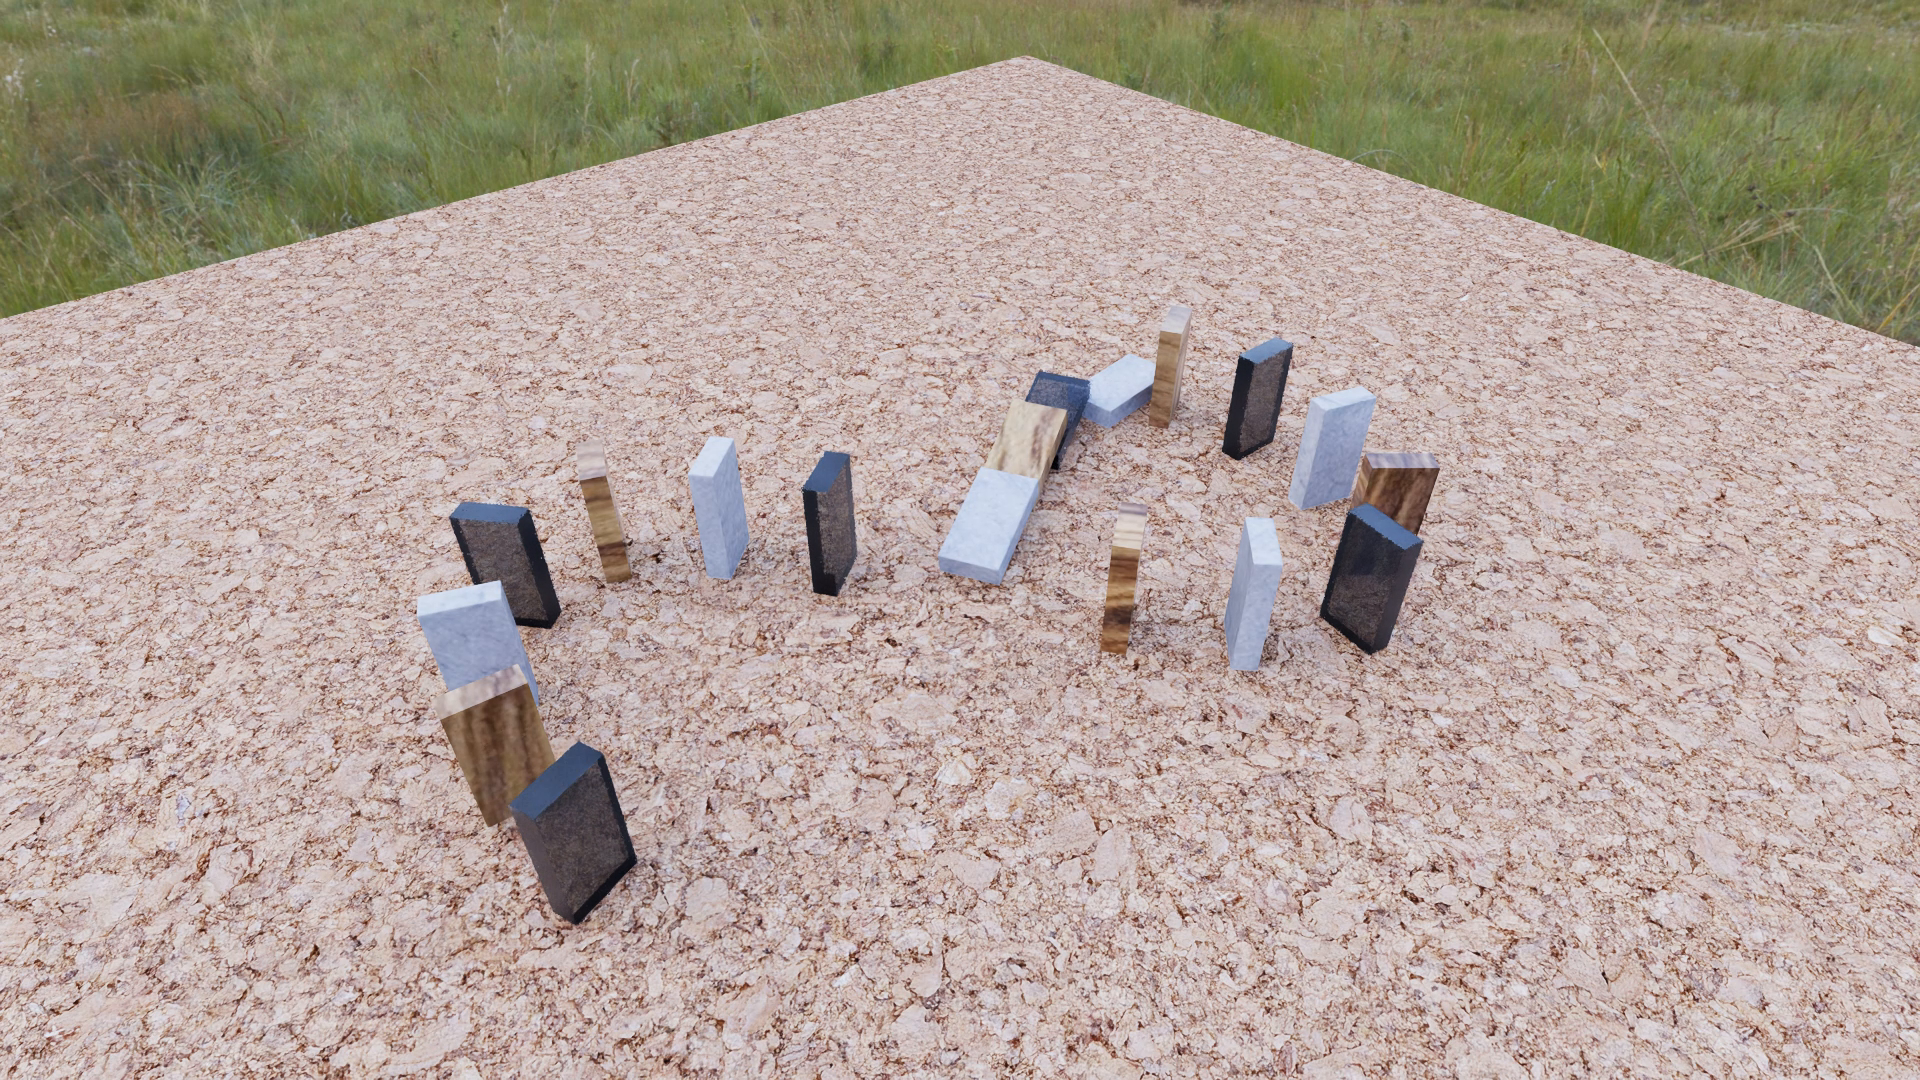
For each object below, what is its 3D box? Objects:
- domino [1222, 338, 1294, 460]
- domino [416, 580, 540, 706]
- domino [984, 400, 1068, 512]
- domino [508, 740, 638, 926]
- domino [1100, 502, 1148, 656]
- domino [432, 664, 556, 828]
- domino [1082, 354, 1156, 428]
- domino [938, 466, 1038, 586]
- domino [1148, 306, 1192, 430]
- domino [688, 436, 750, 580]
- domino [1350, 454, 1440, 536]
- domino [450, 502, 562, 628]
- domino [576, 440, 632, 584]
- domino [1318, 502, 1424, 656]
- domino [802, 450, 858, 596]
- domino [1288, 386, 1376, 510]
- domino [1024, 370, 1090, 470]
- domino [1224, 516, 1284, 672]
[{"bbox_3d":[0.132,-0.062,0.487,0.025,0.050,0.009,-27,47,-29],"label":"domino"},{"bbox_3d":[-0.159,0.038,0.365,0.025,0.050,0.009,-12,41,-14],"label":"domino"},{"bbox_3d":[0.027,-0.037,0.478,0.025,0.010,0.050,13,58,16],"label":"domino"},{"bbox_3d":[-0.108,0.083,0.310,0.009,0.050,0.025,20,43,23],"label":"domino"},{"bbox_3d":[0.059,0.014,0.394,0.010,0.050,0.025,9,40,10],"label":"domino"},{"bbox_3d":[-0.139,0.063,0.334,0.025,0.050,0.009,-24,45,-26],"label":"domino"},{"bbox_3d":[0.077,-0.073,0.532,0.025,0.010,0.050,30,48,32],"label":"domino"},{"bbox_3d":[0.012,-0.006,0.444,0.025,0.009,0.050,14,52,16],"label":"domino"},{"bbox_3d":[0.097,-0.080,0.509,0.010,0.050,0.025,13,41,16],"label":"domino"},{"bbox_3d":[-0.093,-0.012,0.426,0.009,0.050,0.025,6,40,7],"label":"domino"},{"bbox_3d":[0.164,-0.010,0.424,0.025,0.050,0.010,0,39,0],"label":"domino"},{"bbox_3d":[-0.164,0.010,0.400,0.025,0.050,0.009,6,40,7],"label":"domino"},{"bbox_3d":[-0.137,-0.011,0.425,0.009,0.050,0.025,-12,41,-14],"label":"domino"},{"bbox_3d":[0.146,0.014,0.394,0.009,0.050,0.025,-21,44,-23],"label":"domino"},{"bbox_3d":[-0.049,-0.006,0.419,0.009,0.050,0.025,9,40,11],"label":"domino"},{"bbox_3d":[0.154,-0.038,0.457,0.025,0.050,0.010,-15,42,-17],"label":"domino"},{"bbox_3d":[0.040,-0.055,0.503,0.025,0.009,0.050,13,53,16],"label":"domino"},{"bbox_3d":[0.103,0.019,0.388,0.009,0.050,0.025,3,39,4],"label":"domino"}]
